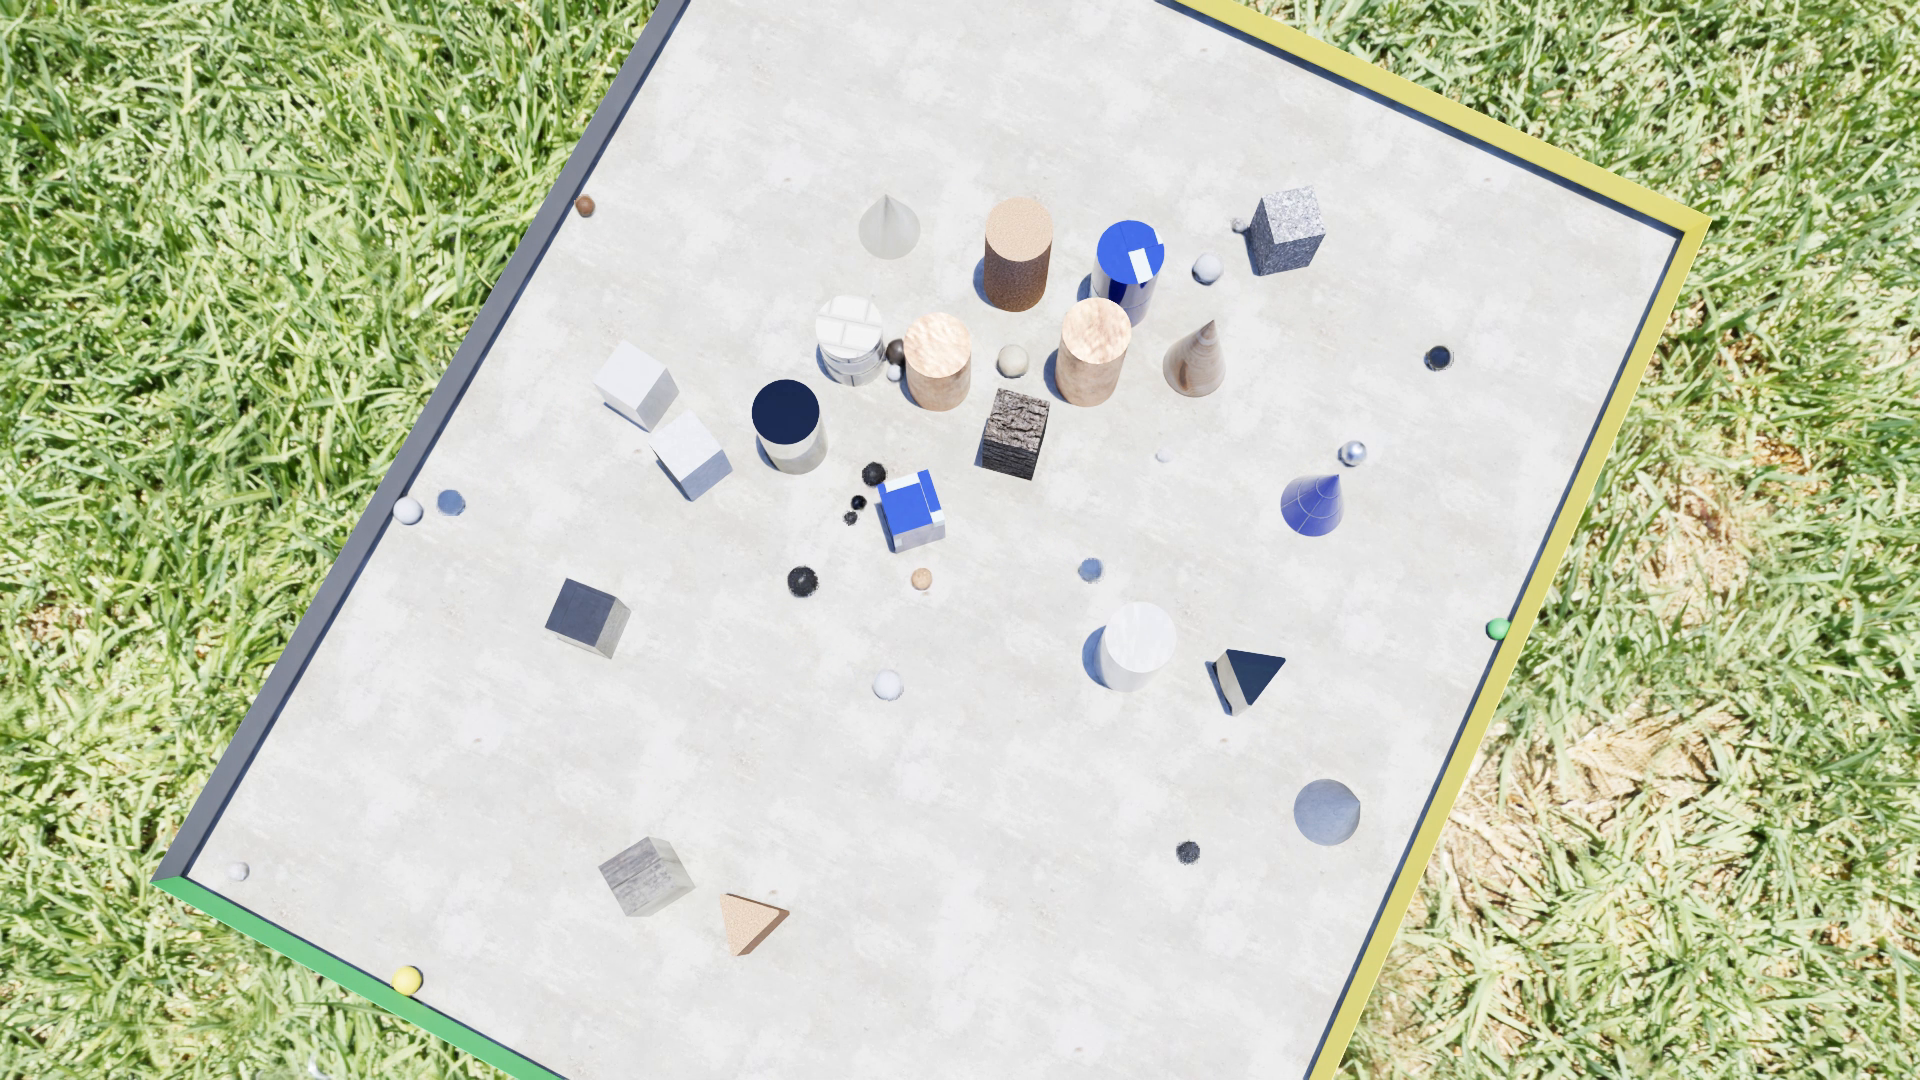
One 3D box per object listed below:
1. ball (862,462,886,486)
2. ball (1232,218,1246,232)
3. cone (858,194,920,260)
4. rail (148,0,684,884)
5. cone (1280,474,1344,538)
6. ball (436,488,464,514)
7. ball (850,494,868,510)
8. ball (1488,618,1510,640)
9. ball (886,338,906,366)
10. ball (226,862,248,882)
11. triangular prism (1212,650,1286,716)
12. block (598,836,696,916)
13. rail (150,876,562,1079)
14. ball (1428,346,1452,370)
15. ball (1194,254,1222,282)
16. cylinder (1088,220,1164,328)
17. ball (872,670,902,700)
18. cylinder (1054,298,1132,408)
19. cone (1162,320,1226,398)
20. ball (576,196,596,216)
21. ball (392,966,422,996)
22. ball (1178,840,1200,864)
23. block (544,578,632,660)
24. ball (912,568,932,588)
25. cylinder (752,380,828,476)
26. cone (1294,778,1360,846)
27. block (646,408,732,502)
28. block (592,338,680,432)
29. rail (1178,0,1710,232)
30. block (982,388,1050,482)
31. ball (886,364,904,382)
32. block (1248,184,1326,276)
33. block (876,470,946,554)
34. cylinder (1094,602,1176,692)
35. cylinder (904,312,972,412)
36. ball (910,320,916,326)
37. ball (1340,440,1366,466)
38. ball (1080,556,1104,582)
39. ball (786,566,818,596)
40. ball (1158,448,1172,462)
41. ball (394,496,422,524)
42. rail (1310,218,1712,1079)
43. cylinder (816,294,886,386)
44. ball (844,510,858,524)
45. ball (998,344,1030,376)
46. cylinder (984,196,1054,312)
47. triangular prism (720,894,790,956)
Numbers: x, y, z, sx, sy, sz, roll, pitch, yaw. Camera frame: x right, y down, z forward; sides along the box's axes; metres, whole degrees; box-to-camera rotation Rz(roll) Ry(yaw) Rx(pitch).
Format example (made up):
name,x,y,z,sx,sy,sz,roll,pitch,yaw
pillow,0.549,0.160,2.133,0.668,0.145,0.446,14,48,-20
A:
name,x,y,z,sx,sy,sz,roll,pitch,yaw
ball,-0.264,-0.201,5.621,0.074,0.074,0.074,0,78,0
ball,0.884,-0.997,5.800,0.045,0.045,0.045,0,78,0
cone,-0.224,-1.014,5.673,0.199,0.300,0.199,0,78,0
rail,-1.444,-0.700,5.695,0.045,0.129,3.908,26,80,5
cone,1.084,-0.147,5.439,0.199,0.407,0.199,0,78,0
ball,-1.559,-0.117,5.600,0.079,0.079,0.079,0,78,0
ball,-0.309,-0.115,5.615,0.050,0.050,0.050,0,78,0
ball,1.627,0.267,5.528,0.066,0.066,0.066,0,78,0
ball,-0.189,-0.585,5.696,0.082,0.082,0.082,0,78,0
ball,-2.124,0.973,5.385,0.059,0.059,0.059,0,78,0
triangular prism,0.820,0.390,5.383,0.149,0.298,0.172,38,81,7
block,-0.887,0.962,5.222,0.159,0.382,0.159,-31,80,-6
rail,-0.863,1.698,5.198,3.276,0.129,0.045,26,80,5
ball,1.490,-0.568,5.696,0.074,0.074,0.074,0,78,0
ball,0.778,-0.854,5.748,0.089,0.089,0.089,0,78,0
cylinder,0.499,-0.798,5.563,0.199,0.429,0.199,0,78,0
ball,-0.217,0.432,5.481,0.090,0.090,0.090,0,78,0
cylinder,0.394,-0.556,5.497,0.199,0.460,0.199,0,78,0
cone,0.732,-0.588,5.498,0.199,0.471,0.199,0,78,0
ball,-1.186,-1.058,5.804,0.061,0.061,0.061,0,78,0
ball,-1.603,1.278,5.311,0.081,0.081,0.081,0,78,0
ball,0.674,0.918,5.393,0.066,0.066,0.066,0,78,0
block,-1.100,0.235,5.436,0.159,0.258,0.159,21,79,4
ball,-0.115,0.116,5.560,0.065,0.065,0.065,0,78,0
cylinder,-0.506,-0.335,5.499,0.199,0.367,0.199,0,78,0
cone,1.091,0.762,5.218,0.199,0.472,0.199,0,78,0
block,-0.811,-0.253,5.530,0.159,0.272,0.159,-39,81,-7
block,-0.983,-0.466,5.576,0.159,0.268,0.159,33,80,6
rail,0.863,-1.684,5.898,3.276,0.129,0.045,26,80,5
block,0.166,-0.313,5.500,0.159,0.356,0.159,15,79,3
ball,-0.202,-0.519,5.698,0.051,0.051,0.051,0,78,0
block,1.008,-0.953,5.668,0.159,0.286,0.159,-12,79,-2
block,-0.144,-0.083,5.495,0.159,0.273,0.159,-18,79,-4
cylinder,0.502,0.316,5.314,0.199,0.464,0.199,0,78,0
cylinder,-0.066,-0.533,5.538,0.199,0.370,0.199,0,78,0
ball,-0.124,-0.654,5.717,0.068,0.068,0.068,0,78,0
ball,1.211,-0.269,5.633,0.078,0.078,0.078,0,78,0
ball,0.400,0.088,5.561,0.074,0.074,0.074,0,78,0
ball,-0.477,0.124,5.543,0.095,0.095,0.095,0,78,0
ball,0.630,-0.263,5.648,0.044,0.044,0.044,0,78,0
ball,-1.687,-0.090,5.593,0.083,0.083,0.083,0,78,0
rail,1.444,0.714,5.402,0.045,0.129,3.908,26,80,5
cylinder,-0.330,-0.605,5.589,0.199,0.298,0.199,0,78,0
ball,-0.333,-0.068,5.610,0.041,0.041,0.041,0,78,0
ball,0.165,-0.558,5.681,0.099,0.099,0.099,0,78,0
cylinder,0.173,-0.859,5.561,0.199,0.458,0.199,0,78,0
triangular prism,-0.613,1.067,5.224,0.172,0.337,0.149,-43,81,-8
